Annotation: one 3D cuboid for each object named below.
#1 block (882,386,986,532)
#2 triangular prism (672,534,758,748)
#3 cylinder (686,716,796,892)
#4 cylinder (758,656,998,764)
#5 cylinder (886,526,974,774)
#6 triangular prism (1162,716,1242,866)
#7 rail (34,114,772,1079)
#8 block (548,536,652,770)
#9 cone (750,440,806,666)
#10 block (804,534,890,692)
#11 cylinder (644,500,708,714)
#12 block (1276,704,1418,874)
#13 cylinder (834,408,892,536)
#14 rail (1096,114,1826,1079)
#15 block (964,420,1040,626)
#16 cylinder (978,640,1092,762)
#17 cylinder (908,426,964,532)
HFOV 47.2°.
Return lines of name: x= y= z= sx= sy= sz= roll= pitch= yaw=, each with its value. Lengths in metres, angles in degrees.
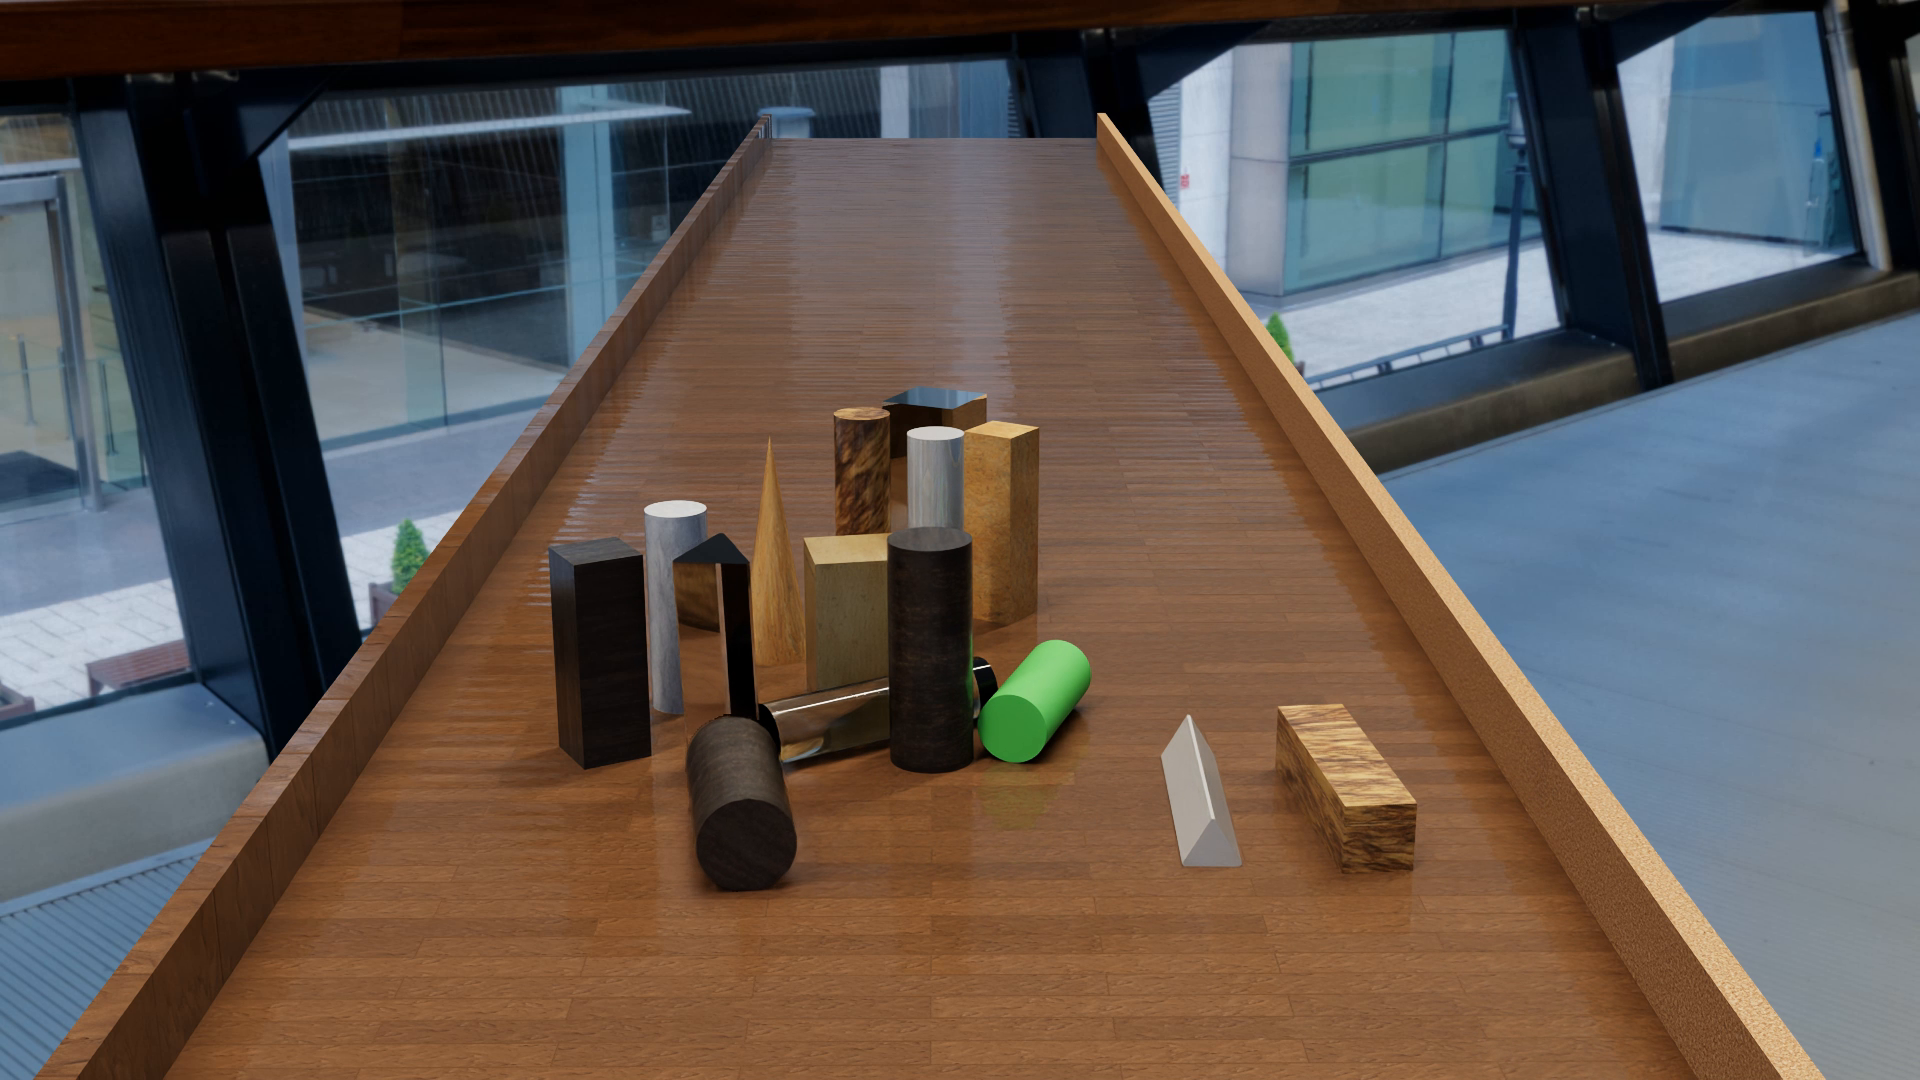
block: x=-0.055 y=-0.115 z=4.888 sx=0.171 sy=0.413 sz=0.171 roll=8 pitch=18 yaw=25
triangular prism: x=-0.414 y=0.193 z=3.846 sx=0.130 sy=0.403 sz=0.113 roll=1 pitch=26 yaw=4
cylinder: x=-0.356 y=0.420 z=3.544 sx=0.155 sy=0.155 sz=0.351 roll=-3 pitch=17 yaw=-9
cylinder: x=-0.152 y=0.308 z=3.993 sx=0.458 sy=0.113 sz=0.113 roll=-10 pitch=20 yaw=-31
cylinder: x=-0.051 y=0.193 z=3.863 sx=0.149 sy=0.407 sz=0.149 roll=0 pitch=17 yaw=0
triangular prism: x=0.402 y=0.413 z=3.690 sx=0.093 sy=0.081 sz=0.452 roll=0 pitch=17 yaw=1
rail: x=-1.118 y=-0.838 z=7.780 sx=0.050 sy=0.150 sz=12.000 roll=0 pitch=17 yaw=-1
block: x=-0.637 y=0.199 z=3.897 sx=0.127 sy=0.376 sz=0.127 roll=-9 pitch=19 yaw=-29
cone: x=-0.374 y=0.012 z=4.388 sx=0.145 sy=0.456 sz=0.145 roll=0 pitch=17 yaw=0
block: x=-0.195 y=0.162 z=4.145 sx=0.173 sy=0.306 sz=0.173 roll=-3 pitch=17 yaw=-10
cylinder: x=-0.528 y=0.126 z=4.130 sx=0.115 sy=0.384 sz=0.115 roll=0 pitch=17 yaw=0
block: x=0.635 y=0.406 z=3.658 sx=0.115 sy=0.115 sz=0.438 roll=-2 pitch=17 yaw=-6
cylinder: x=-0.202 y=-0.046 z=4.596 sx=0.116 sy=0.448 sz=0.116 roll=0 pitch=17 yaw=0
rail: x=0.932 y=-0.844 z=7.801 sx=0.050 sy=0.150 sz=12.000 roll=0 pitch=17 yaw=-1
block: x=0.087 y=-0.037 z=4.642 sx=0.114 sy=0.404 sz=0.114 roll=10 pitch=20 yaw=31
cylinder: x=0.139 y=0.292 z=4.022 sx=0.128 sy=0.128 sz=0.308 roll=5 pitch=17 yaw=17
cylinder: x=-0.048 y=0.011 z=4.385 sx=0.113 sy=0.460 sz=0.113 roll=0 pitch=17 yaw=0
